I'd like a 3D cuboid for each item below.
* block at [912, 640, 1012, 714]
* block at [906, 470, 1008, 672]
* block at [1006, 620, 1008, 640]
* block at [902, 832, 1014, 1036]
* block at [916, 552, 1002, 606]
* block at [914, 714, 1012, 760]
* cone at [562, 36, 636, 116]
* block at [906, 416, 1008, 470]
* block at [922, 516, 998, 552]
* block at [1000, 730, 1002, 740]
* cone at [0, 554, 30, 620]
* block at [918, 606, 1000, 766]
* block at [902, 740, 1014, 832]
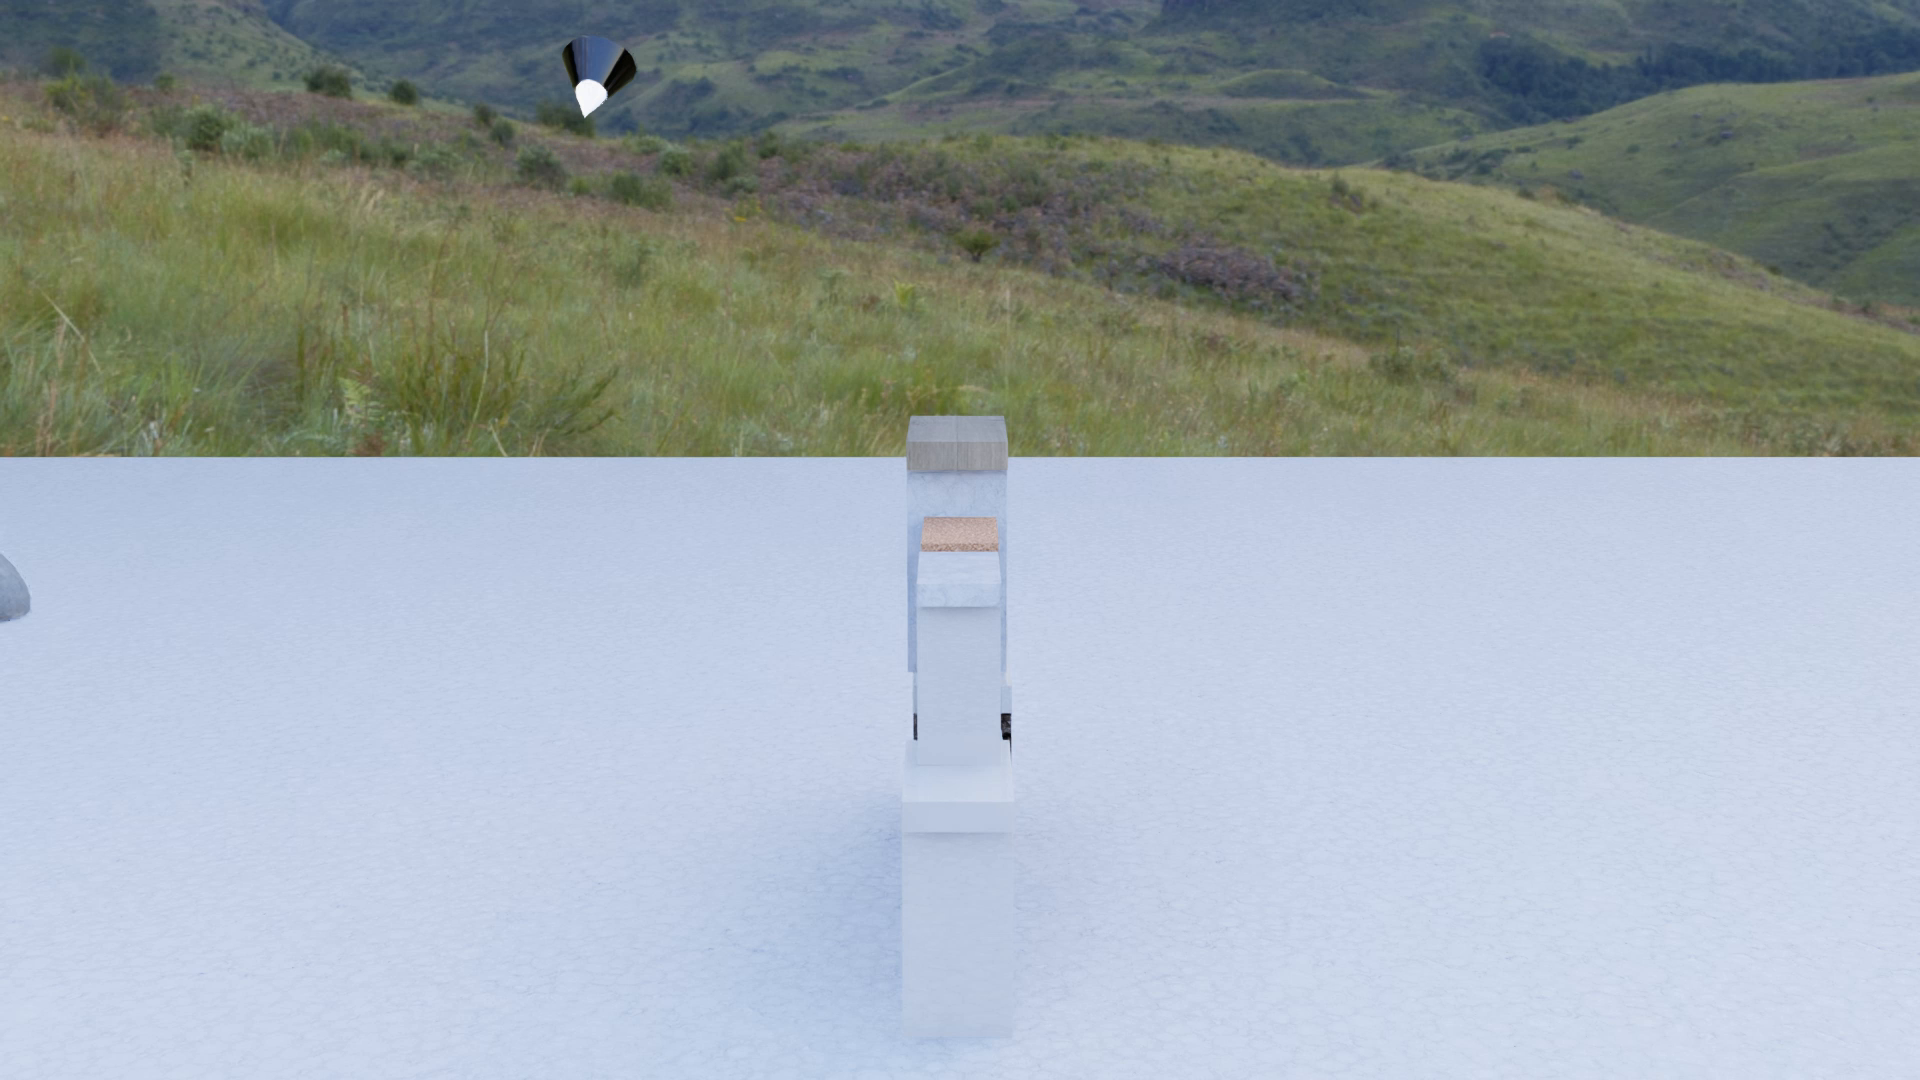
[{"bbox_3d":[0.004,0.229,3.723,0.161,0.046,0.322,0,11,0],"label":"block"},{"bbox_3d":[-0.005,0.046,3.641,0.164,0.344,0.047,0,11,0],"label":"block"},{"bbox_3d":[0.001,0.154,4.048,0.168,0.048,0.336,0,11,0],"label":"block"},{"bbox_3d":[-0.003,0.542,3.082,0.154,0.309,0.044,0,11,0],"label":"block"},{"bbox_3d":[-0.002,0.056,3.217,0.119,0.034,0.238,0,11,0],"label":"block"},{"bbox_3d":[0.004,0.430,3.651,0.161,0.322,0.046,0,11,0],"label":"block"},{"bbox_3d":[-1.200,-1.466,7.166,0.243,0.243,0.243,5,-33,3],"label":"cone"},{"bbox_3d":[-0.005,-0.166,3.713,0.164,0.047,0.329,0,11,0],"label":"block"},{"bbox_3d":[0.000,0.000,3.453,0.117,0.033,0.235,0,10,0],"label":"block"},{"bbox_3d":[0.003,0.350,3.445,0.129,0.037,0.258,0,11,0],"label":"block"},{"bbox_3d":[-2.575,0.169,5.601,0.272,0.272,0.272,6,39,30],"label":"cone"},{"bbox_3d":[-0.001,0.204,3.164,0.119,0.238,0.034,0,11,0],"label":"block"},{"bbox_3d":[-0.003,0.350,3.151,0.154,0.044,0.309,0,11,0],"label":"block"}]
